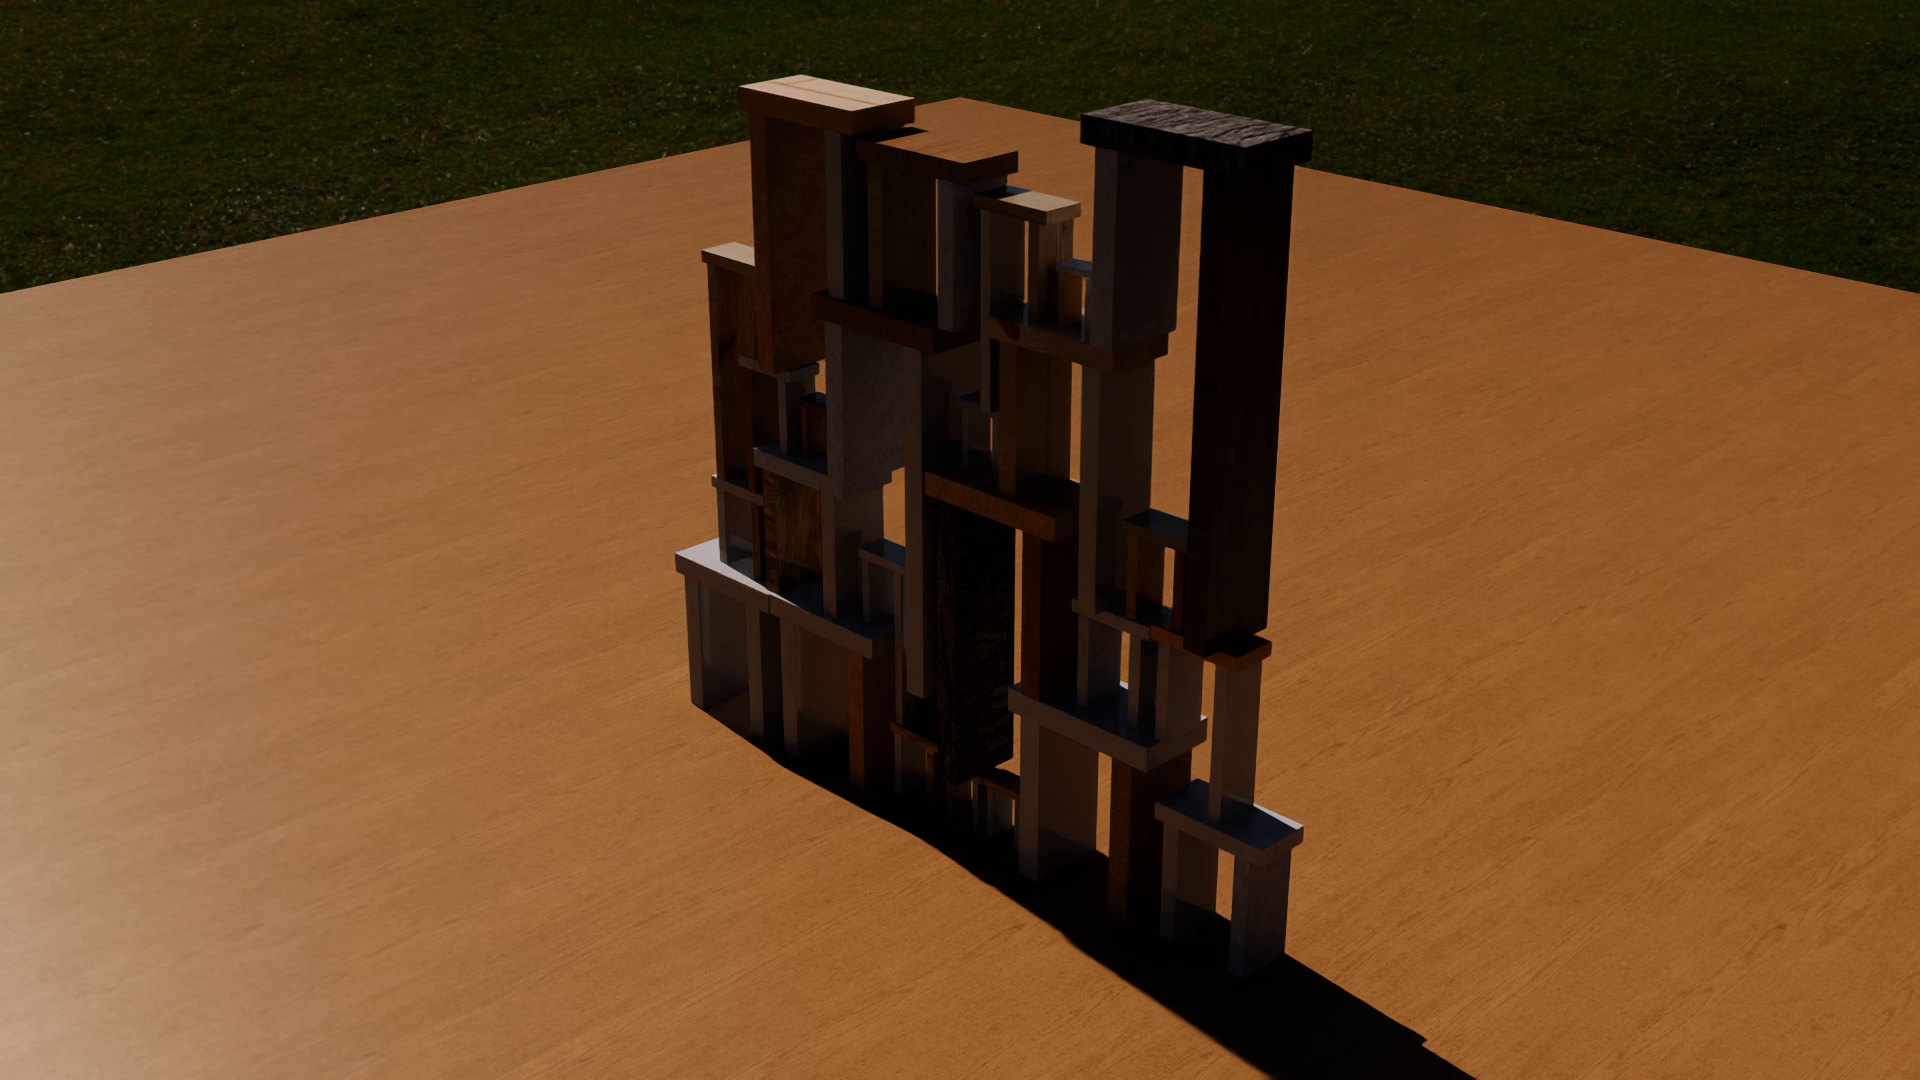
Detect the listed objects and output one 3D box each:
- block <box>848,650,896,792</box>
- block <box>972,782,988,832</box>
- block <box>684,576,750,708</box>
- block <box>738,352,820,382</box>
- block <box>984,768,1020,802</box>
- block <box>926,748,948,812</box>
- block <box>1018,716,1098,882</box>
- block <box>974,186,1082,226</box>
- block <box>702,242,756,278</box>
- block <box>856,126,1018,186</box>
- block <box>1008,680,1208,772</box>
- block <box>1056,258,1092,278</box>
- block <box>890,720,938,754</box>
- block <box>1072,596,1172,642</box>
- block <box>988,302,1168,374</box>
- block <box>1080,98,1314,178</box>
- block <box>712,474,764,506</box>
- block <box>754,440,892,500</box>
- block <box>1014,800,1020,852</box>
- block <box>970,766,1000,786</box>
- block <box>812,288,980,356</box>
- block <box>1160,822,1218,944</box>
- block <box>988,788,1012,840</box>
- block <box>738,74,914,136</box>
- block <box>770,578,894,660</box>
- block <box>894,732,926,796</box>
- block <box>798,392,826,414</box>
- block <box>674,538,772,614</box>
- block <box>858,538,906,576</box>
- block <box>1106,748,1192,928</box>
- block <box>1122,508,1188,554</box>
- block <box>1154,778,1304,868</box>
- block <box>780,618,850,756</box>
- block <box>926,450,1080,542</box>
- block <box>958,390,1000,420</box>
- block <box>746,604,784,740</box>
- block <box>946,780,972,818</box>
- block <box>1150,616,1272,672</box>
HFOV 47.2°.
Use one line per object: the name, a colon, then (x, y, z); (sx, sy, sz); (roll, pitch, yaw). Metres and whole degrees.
block: (-0.157, 0.348, 4.541); (0.044, 0.312, 0.156); (21, 31, 41)
block: (0.049, 0.523, 4.391); (0.015, 0.108, 0.054); (21, 31, 41)
block: (-0.529, 0.204, 4.881); (0.044, 0.310, 0.155); (21, 31, 41)
block: (-0.368, -0.357, 4.467); (0.080, 0.023, 0.159); (-21, 31, -40)
block: (0.106, 0.484, 4.314); (0.112, 0.016, 0.056); (21, 31, 41)
block: (-0.035, 0.475, 4.461); (0.020, 0.140, 0.070); (21, 31, 41)
block: (0.191, 0.469, 4.220); (0.048, 0.340, 0.170); (21, 31, 41)
block: (0.117, -0.586, 3.846); (0.088, 0.025, 0.176); (-21, 31, -40)
block: (-0.435, -0.568, 4.457); (0.174, 0.025, 0.087); (21, 31, 41)
block: (-0.042, -0.696, 3.976); (0.275, 0.039, 0.138); (21, 31, 41)
block: (0.271, 0.322, 4.070); (0.340, 0.048, 0.170); (21, 31, 41)
block: (0.217, -0.467, 3.792); (0.094, 0.013, 0.047); (16, 28, 33)
block: (-0.069, 0.389, 4.460); (0.070, 0.020, 0.140); (-21, 31, -41)
block: (0.300, 0.129, 3.959); (0.184, 0.026, 0.092); (21, 31, 40)
block: (0.204, -0.360, 3.851); (0.292, 0.041, 0.146); (21, 31, 40)
block: (0.378, -0.650, 3.544); (0.171, 0.048, 0.341); (-21, 31, -41)
block: (-0.439, -0.115, 4.658); (0.170, 0.024, 0.085); (21, 31, 41)
block: (-0.280, -0.153, 4.470); (0.269, 0.038, 0.135); (21, 31, 41)
block: (0.132, 0.553, 4.315); (0.016, 0.112, 0.056); (21, 31, 41)
block: (0.024, 0.456, 4.390); (0.108, 0.015, 0.054); (21, 31, 41)
block: (-0.107, -0.427, 4.158); (0.166, 0.047, 0.332); (-21, 31, -41)
block: (0.421, 0.606, 4.023); (0.034, 0.241, 0.121); (21, 31, 41)
block: (0.079, 0.532, 4.363); (0.016, 0.112, 0.056); (21, 31, 41)
block: (-0.254, -0.824, 4.156); (0.320, 0.045, 0.160); (21, 31, 40)
block: (-0.231, 0.155, 4.540); (0.312, 0.044, 0.156); (21, 31, 41)
block: (-0.102, 0.450, 4.521); (0.020, 0.140, 0.070); (21, 31, 41)
block: (-0.268, -0.271, 4.398); (0.110, 0.016, 0.055); (21, 31, 41)
block: (-0.456, 0.070, 4.745); (0.310, 0.044, 0.155); (21, 31, 41)
block: (-0.132, 0.034, 4.389); (0.069, 0.020, 0.139); (-21, 31, -40)
block: (0.351, 0.532, 4.072); (0.048, 0.340, 0.170); (21, 31, 41)
block: (0.366, -0.015, 3.819); (0.154, 0.022, 0.077); (20, 30, 39)
block: (0.478, 0.502, 3.917); (0.241, 0.034, 0.121); (21, 31, 41)
block: (-0.304, 0.290, 4.677); (0.044, 0.312, 0.156); (21, 31, 41)
block: (0.110, -0.085, 4.063); (0.329, 0.047, 0.165); (21, 31, 41)
block: (0.058, -0.248, 4.060); (0.120, 0.017, 0.060); (21, 31, 41)
block: (-0.383, 0.262, 4.747); (0.044, 0.310, 0.155); (21, 31, 41)
block: (-0.002, 0.503, 4.438); (0.054, 0.108, 0.015); (-21, 31, -41)
block: (0.437, 0.174, 3.831); (0.096, 0.027, 0.192); (-21, 31, -41)
